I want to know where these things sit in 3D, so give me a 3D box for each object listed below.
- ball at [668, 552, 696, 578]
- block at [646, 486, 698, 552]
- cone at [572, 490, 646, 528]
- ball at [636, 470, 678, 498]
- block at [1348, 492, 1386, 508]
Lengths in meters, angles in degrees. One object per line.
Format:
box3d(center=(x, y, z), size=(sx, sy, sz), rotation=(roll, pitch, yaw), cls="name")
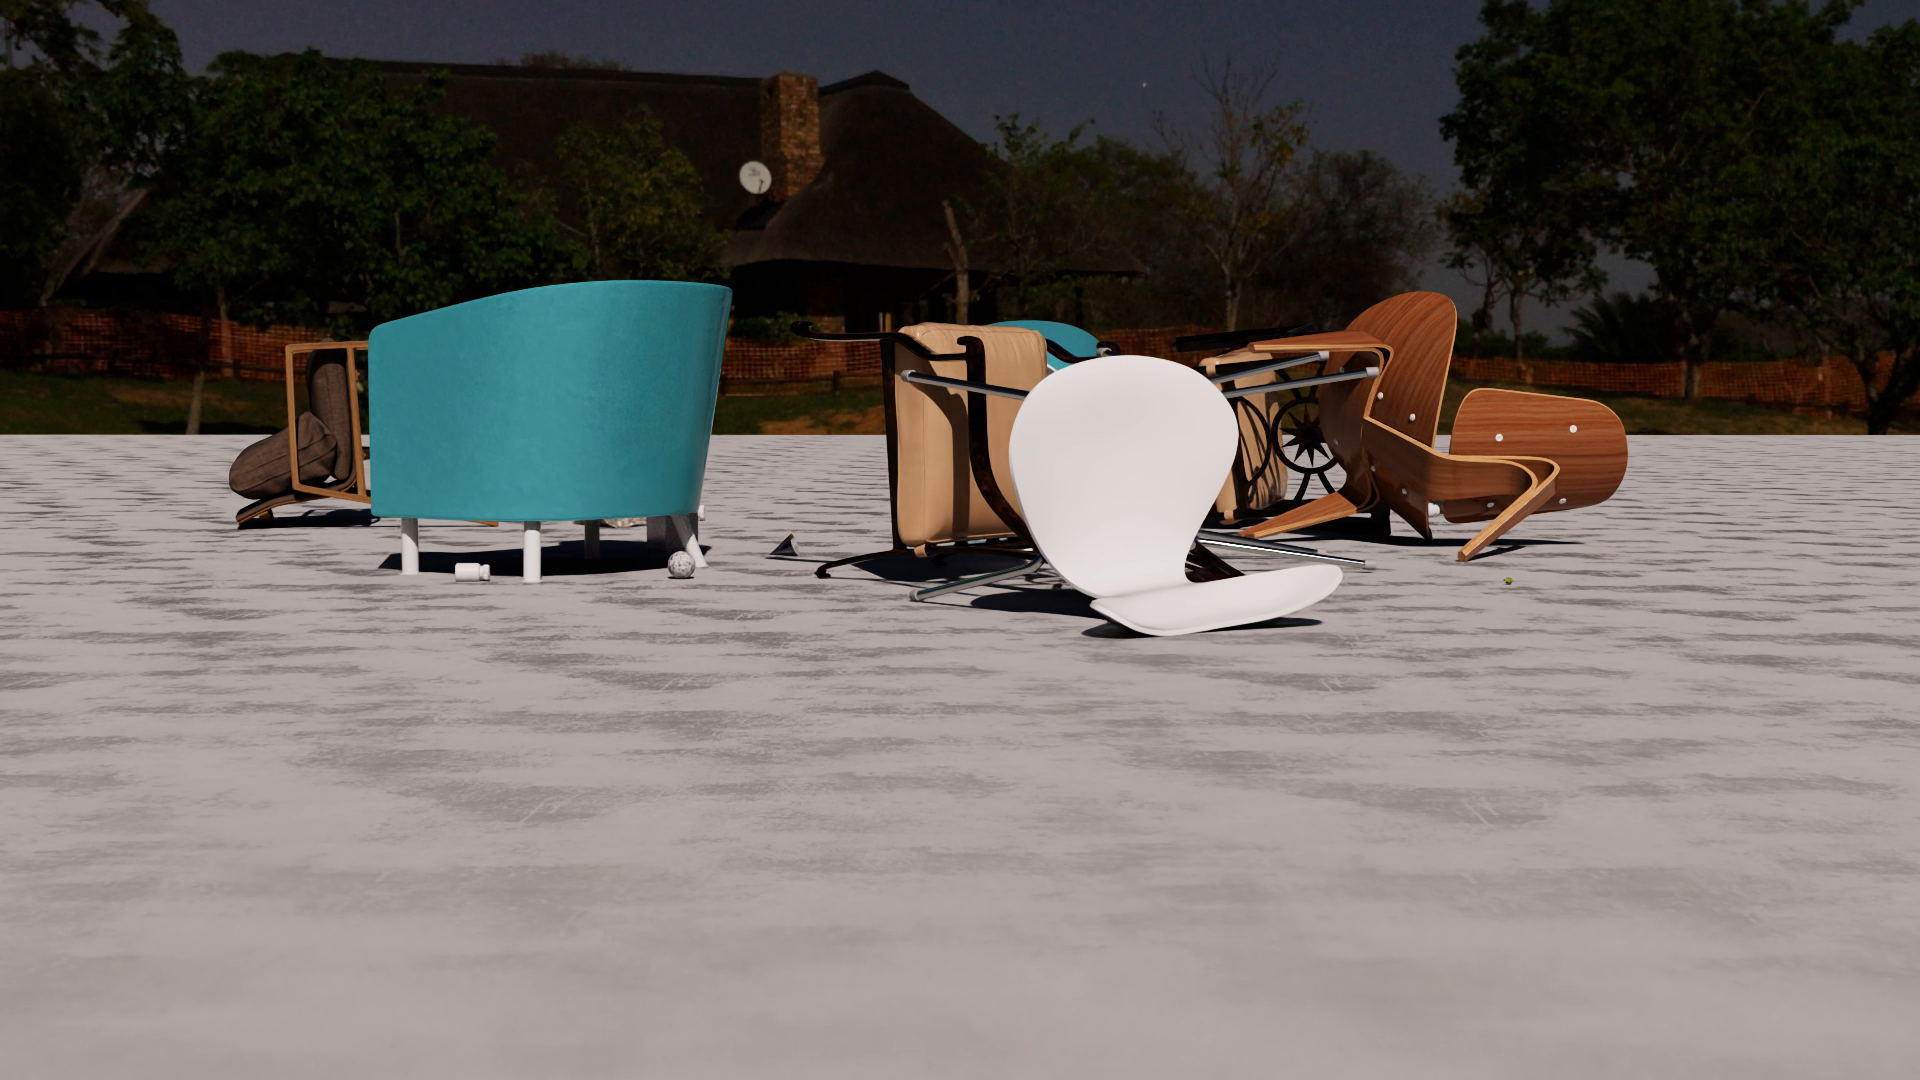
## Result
box3d(center=(-0.659, 0.059, 5.203), size=(0.066, 0.066, 0.066), rotation=(0, 4, 0), cls="ball")
box3d(center=(-0.806, -0.061, 6.159), size=(0.093, 0.175, 0.187), rotation=(-2, 4, -24), cls="block")
box3d(center=(-1.194, -0.077, 7.241), size=(0.295, 0.118, 0.195), rotation=(-12, 3, 44), cls="cone")
box3d(center=(-1.109, -0.181, 8.047), size=(0.155, 0.155, 0.155), rotation=(0, 4, 0), cls="ball")
box3d(center=(1.558, -0.154, 8.427), size=(0.099, 0.050, 0.121), rotation=(3, 5, 37), cls="block")
